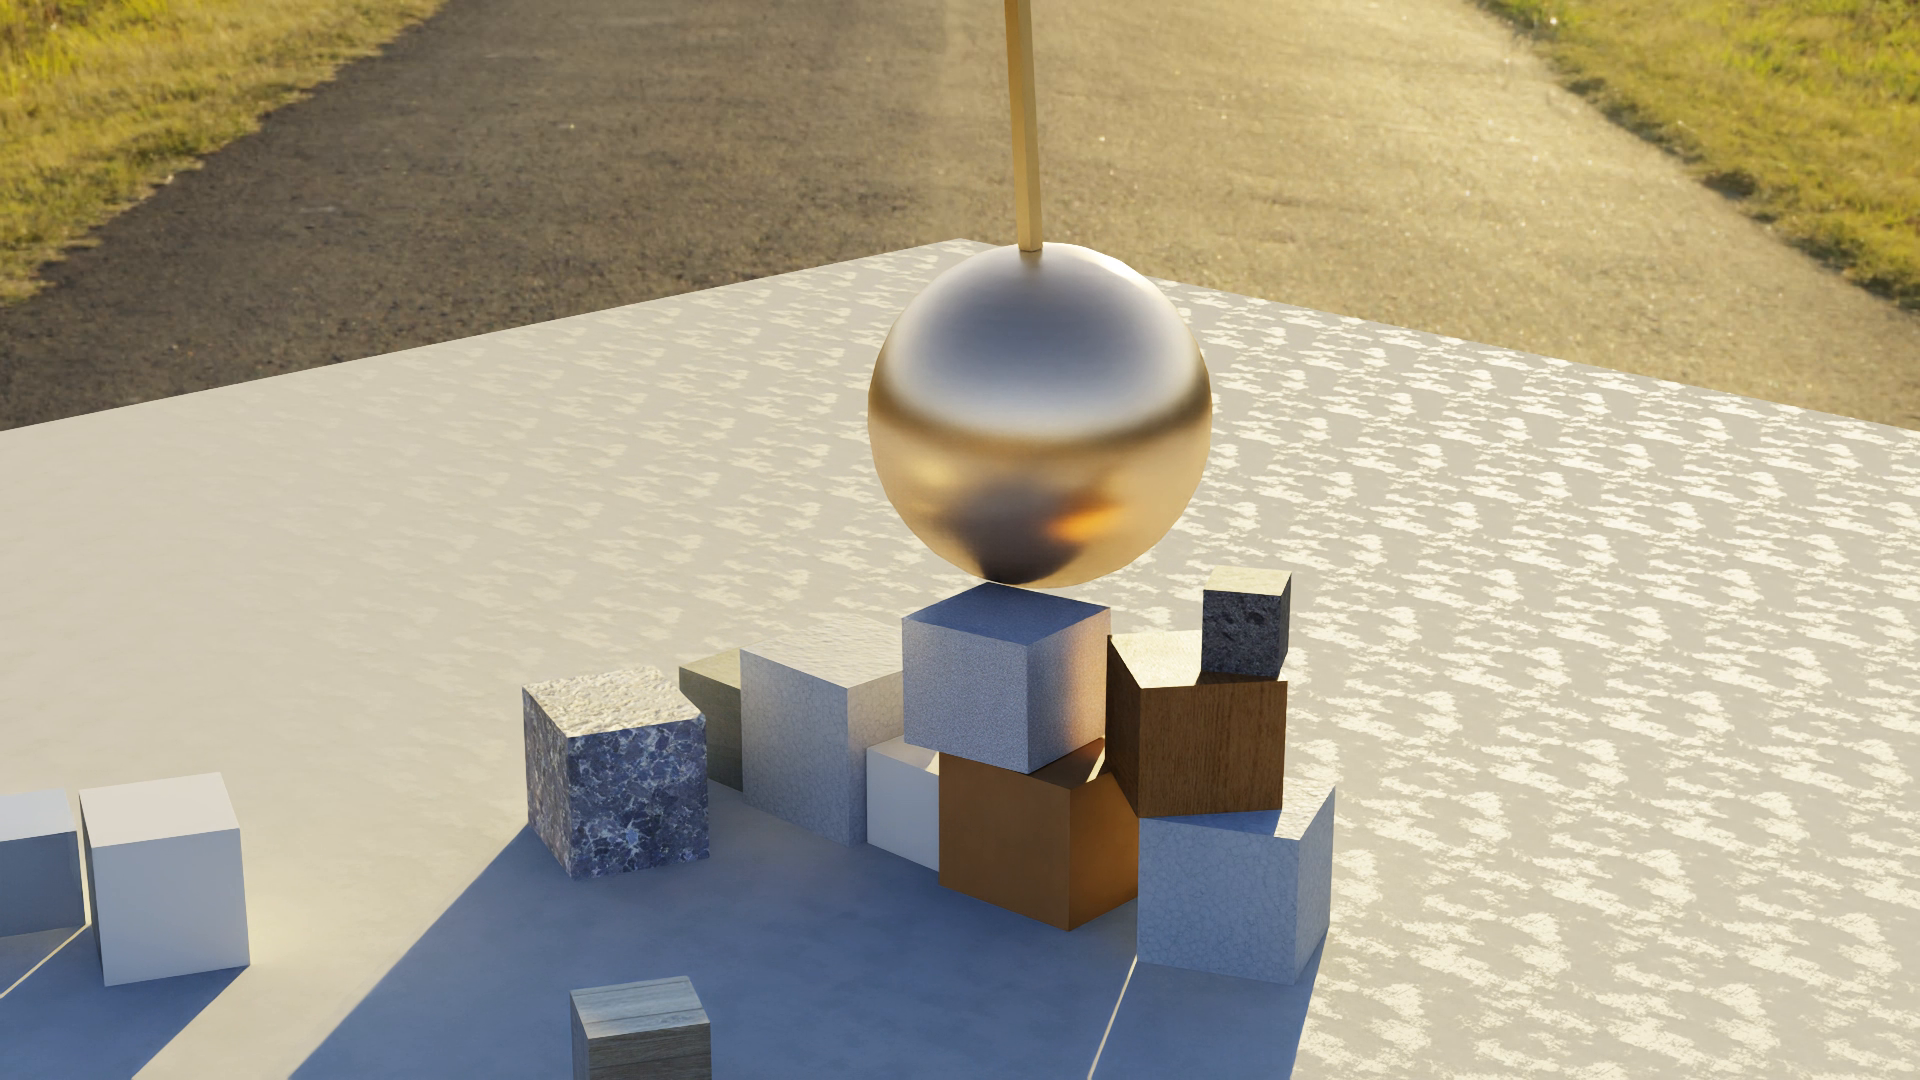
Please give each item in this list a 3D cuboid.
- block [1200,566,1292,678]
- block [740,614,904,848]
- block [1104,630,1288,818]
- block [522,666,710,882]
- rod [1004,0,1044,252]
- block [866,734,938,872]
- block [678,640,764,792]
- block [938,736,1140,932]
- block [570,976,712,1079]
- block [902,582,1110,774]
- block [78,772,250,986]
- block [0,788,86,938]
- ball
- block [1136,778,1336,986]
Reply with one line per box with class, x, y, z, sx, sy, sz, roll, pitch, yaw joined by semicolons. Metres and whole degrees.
block;1.218;0.342;12.469;0.327;0.363;0.333;5;18;13
block;-0.522;0.904;14.141;0.742;0.797;0.766;-16;24;-42
block;1.008;0.780;12.652;0.632;0.586;0.668;-3;18;-9
block;-1.616;1.081;13.734;0.654;0.703;0.751;-8;19;-23
rod;0.160;-3.742;12.333;0.080;5.200;0.080;17;29;42
block;-0.050;1.193;13.754;0.570;0.477;0.525;-17;24;-42
block;-0.992;0.882;14.638;0.579;0.540;0.566;-17;24;-42
block;0.419;1.246;13.259;0.761;0.672;0.694;15;23;39
block;-1.228;1.991;11.285;0.465;0.434;0.424;-5;18;-16
block;0.212;0.607;13.172;0.686;0.593;0.646;11;21;35
block;-3.438;1.454;12.661;0.604;0.634;0.672;-6;19;-19
block;-4.211;1.440;13.018;0.541;0.447;0.537;-7;19;-21
ball;0.369;-0.574;13.549;1.600;1.600;1.600;0;17;0
block;1.196;1.434;12.672;0.693;0.665;0.653;6;19;19
